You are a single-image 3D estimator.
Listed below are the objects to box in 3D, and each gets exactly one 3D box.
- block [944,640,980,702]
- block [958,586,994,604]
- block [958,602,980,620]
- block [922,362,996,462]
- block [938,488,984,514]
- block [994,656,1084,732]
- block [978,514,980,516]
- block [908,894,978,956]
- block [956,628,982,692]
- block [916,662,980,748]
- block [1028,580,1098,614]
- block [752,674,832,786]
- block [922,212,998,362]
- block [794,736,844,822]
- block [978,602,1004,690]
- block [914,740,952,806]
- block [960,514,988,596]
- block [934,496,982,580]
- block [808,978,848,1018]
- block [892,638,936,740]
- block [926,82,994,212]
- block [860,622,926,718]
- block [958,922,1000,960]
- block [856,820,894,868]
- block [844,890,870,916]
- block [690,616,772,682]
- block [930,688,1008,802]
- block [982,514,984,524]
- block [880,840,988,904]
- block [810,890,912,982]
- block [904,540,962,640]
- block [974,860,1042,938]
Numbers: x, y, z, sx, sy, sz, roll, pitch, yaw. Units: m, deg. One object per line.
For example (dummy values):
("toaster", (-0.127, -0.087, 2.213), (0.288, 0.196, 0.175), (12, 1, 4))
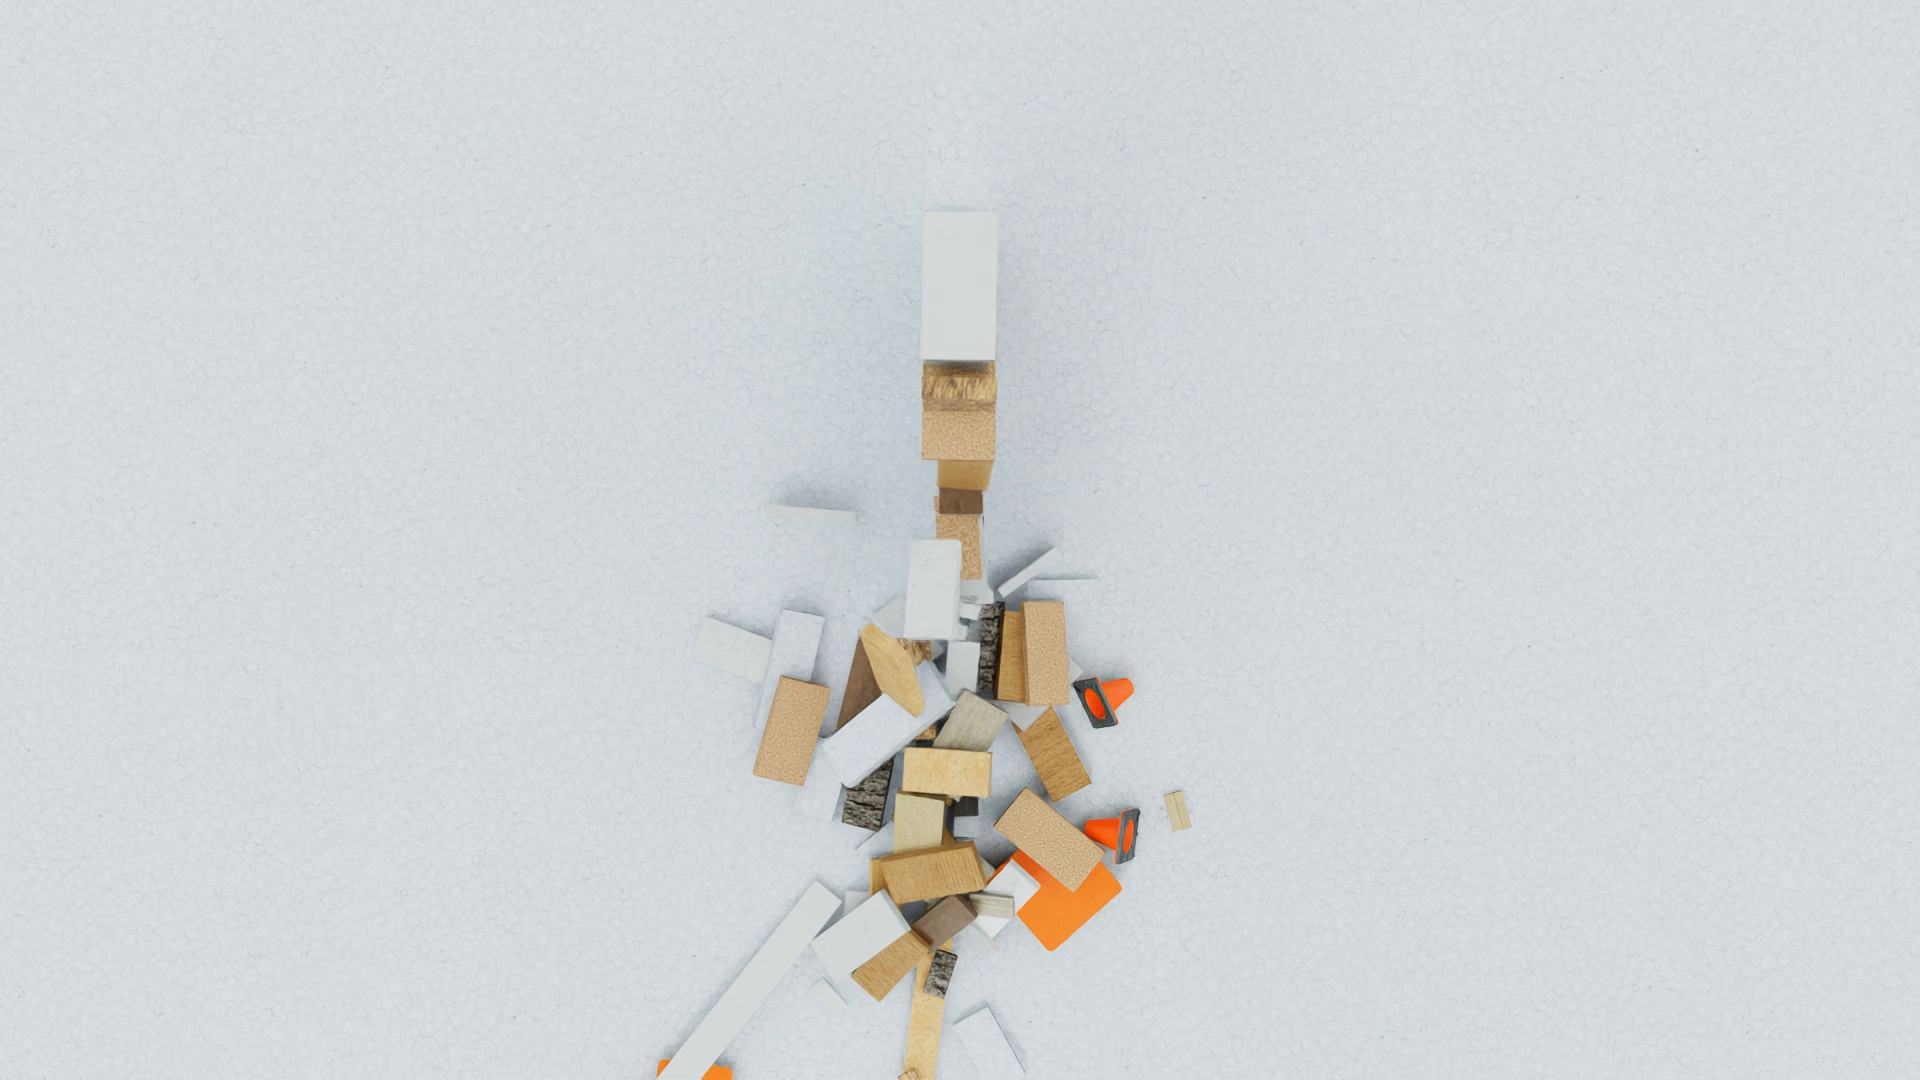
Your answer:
("block", (0.005, 0.430, 5.371), (0.102, 0.029, 0.204), (6, 92, -3))
("block", (0.034, 0.178, 5.357), (0.143, 0.285, 0.040), (-3, 92, 0))
("block", (-0.023, 0.210, 5.067), (0.146, 0.292, 0.041), (14, 87, -2))
("block", (-0.002, -0.374, 4.042), (0.178, 0.050, 0.356), (1, 90, 0))
("block", (0.002, -0.194, 4.572), (0.122, 0.035, 0.244), (-1, 89, 0))
("block", (0.261, 0.487, 5.455), (0.280, 0.040, 0.140), (-45, 76, -3))
("block", (-0.004, -0.086, 5.042), (0.128, 0.256, 0.036), (-5, 91, 0))
("block", (-0.061, 1.255, 5.412), (0.227, 0.032, 0.113), (-42, 93, 21))
("block", (0.018, 0.394, 5.422), (0.102, 0.029, 0.204), (0, 79, -3))
("block", (-0.037, 0.583, 5.422), (0.163, 0.046, 0.327), (14, 79, 0))
("block", (0.341, 0.190, 5.484), (0.232, 0.033, 0.116), (-1, 90, 0))
("block", (-0.553, 0.628, 5.429), (0.168, 0.048, 0.336), (16, 91, -20))
("block", (-0.001, -0.562, 3.668), (0.163, 0.046, 0.327), (1, 90, 0))
("block", (-0.452, 0.792, 5.482), (0.130, 0.037, 0.259), (17, 90, 0))
("block", (0.106, 0.347, 5.426), (0.040, 0.143, 0.285), (2, 90, 17))
("block", (-0.070, 0.698, 5.446), (0.163, 0.046, 0.327), (15, 79, 0))
("block", (0.006, 0.032, 5.191), (0.144, 0.041, 0.287), (-4, 90, 0))
("block", (-0.006, -0.009, 4.896), (0.128, 0.036, 0.256), (-4, 90, 0))
("block", (-0.437, 1.524, 5.491), (0.063, 0.018, 0.126), (-43, 90, 0))
("block", (-0.157, 0.483, 5.353), (0.143, 0.040, 0.331), (-7, 81, 25))
("block", (0.000, -0.878, 3.712), (0.148, 0.042, 0.296), (1, 90, 0))
("block", (-0.207, 0.408, 5.132), (0.168, 0.337, 0.048), (35, 67, 30))
("block", (0.057, 1.320, 5.467), (0.148, 0.021, 0.074), (45, 132, 0))
("block", (-0.263, 1.010, 5.489), (0.158, 0.022, 0.079), (-40, 90, 0))
("block", (-0.334, 1.273, 5.485), (0.105, 0.030, 0.210), (5, 90, 0))
("block", (-0.730, 0.370, 5.479), (0.290, 0.041, 0.145), (20, 90, 0))
("block", (0.005, 0.663, 5.342), (0.163, 0.046, 0.327), (30, 92, -1))
("block", (0.005, -0.071, 5.355), (0.144, 0.287, 0.041), (0, 94, 0))
("block", (-0.086, 1.080, 5.356), (0.315, 0.045, 0.158), (-13, 107, 16))
("block", (-0.328, 1.301, 5.417), (0.315, 0.045, 0.158), (-39, 77, 17))
("block", (-0.076, 0.143, 4.696), (0.142, 0.040, 0.284), (-1, 74, 18))
("block", (0.137, 1.179, 5.419), (0.129, 0.036, 0.257), (42, 114, 6))
